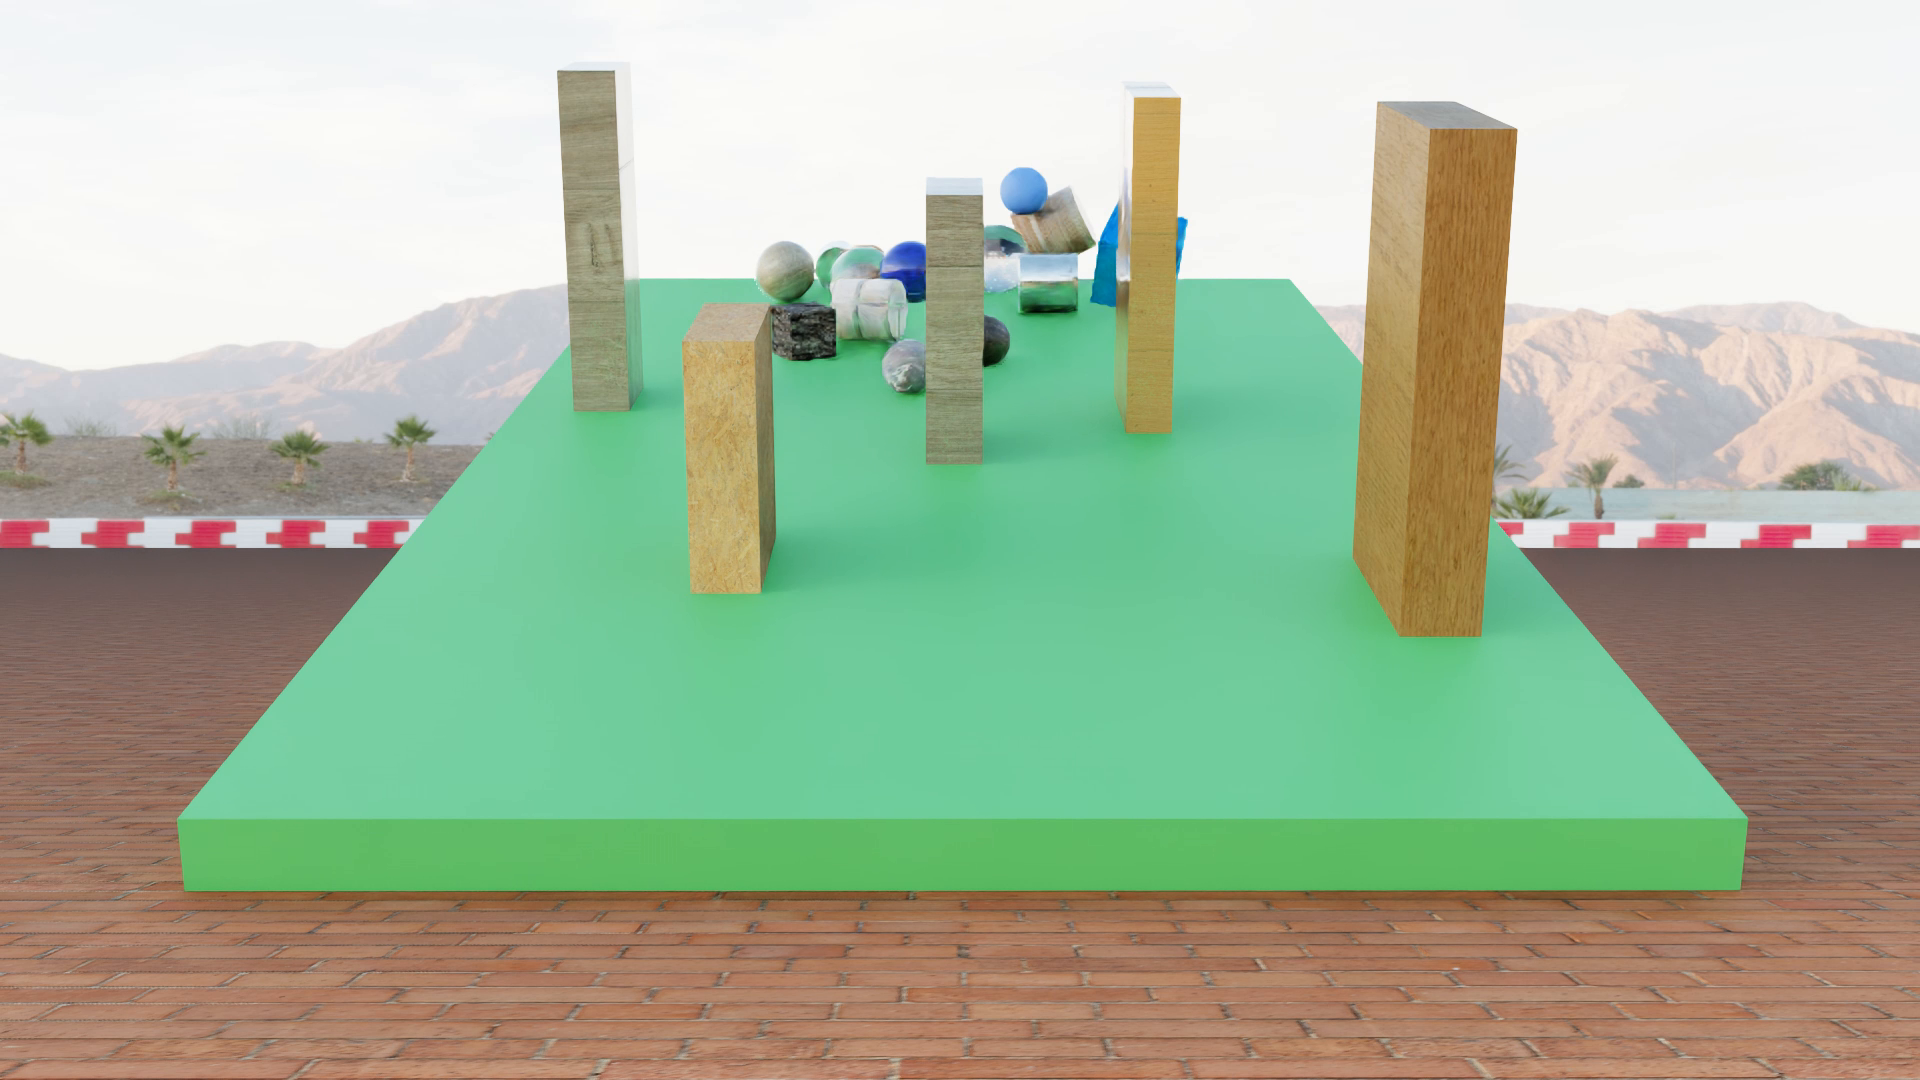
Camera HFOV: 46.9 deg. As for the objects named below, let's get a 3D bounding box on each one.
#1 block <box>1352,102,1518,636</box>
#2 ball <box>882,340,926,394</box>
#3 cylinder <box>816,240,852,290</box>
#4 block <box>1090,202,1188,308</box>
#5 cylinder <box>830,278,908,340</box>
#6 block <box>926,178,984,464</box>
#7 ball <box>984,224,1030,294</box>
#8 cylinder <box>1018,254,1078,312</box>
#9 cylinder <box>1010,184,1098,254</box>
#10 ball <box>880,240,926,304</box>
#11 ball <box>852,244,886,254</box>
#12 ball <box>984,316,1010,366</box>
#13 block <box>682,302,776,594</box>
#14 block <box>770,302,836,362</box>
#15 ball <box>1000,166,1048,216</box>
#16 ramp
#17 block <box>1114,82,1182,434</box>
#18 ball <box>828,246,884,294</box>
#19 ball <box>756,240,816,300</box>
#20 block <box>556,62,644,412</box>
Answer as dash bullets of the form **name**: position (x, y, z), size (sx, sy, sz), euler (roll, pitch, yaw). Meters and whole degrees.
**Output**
- **block**: position (0.759, -0.289, 3.593), size (0.130, 0.794, 0.429), euler (0, 17, 0)
- **ball**: position (-0.119, -0.403, 5.145), size (0.126, 0.126, 0.126), euler (0, 0, 0)
- **cylinder**: position (-0.358, -0.803, 6.484), size (0.129, 0.129, 0.129), euler (0, 17, -3)
- **block**: position (0.475, -0.741, 5.872), size (0.195, 0.195, 0.195), euler (15, 42, 10)
- **cylinder**: position (-0.234, -0.595, 5.718), size (0.156, 0.156, 0.156), euler (3, 1, 16)
- **block**: position (-0.012, -0.456, 4.581), size (0.116, 0.550, 0.265), euler (0, 17, 0)
- **ball**: position (0.104, -0.810, 6.384), size (0.200, 0.200, 0.200), euler (0, 0, 0)
- **cylinder**: position (0.242, -0.709, 6.113), size (0.160, 0.160, 0.160), euler (-1, 0, 0)
- **cylinder**: position (0.281, -0.926, 6.600), size (0.197, 0.197, 0.197), euler (-24, -5, 11)
- **ball**: position (-0.130, -0.712, 5.891), size (0.168, 0.168, 0.168), euler (0, 0, 0)
- **ball**: position (-0.269, -0.760, 6.286), size (0.159, 0.159, 0.159), euler (0, 0, 0)
- **ball**: position (0.062, -0.489, 5.438), size (0.123, 0.123, 0.123), euler (0, 0, 0)
- **block**: position (-0.392, -0.165, 3.812), size (0.117, 0.429, 0.340), euler (0, 17, 0)
- **block**: position (-0.393, -0.523, 5.557), size (0.121, 0.121, 0.121), euler (-9, 19, -27)
- **ball**: position (0.187, -1.017, 6.461), size (0.141, 0.141, 0.141), euler (0, 0, 0)
- **ramp**: position (-0.002, -0.168, 4.751), size (2.000, 0.100, 4.000), euler (0, 17, 0)
- **block**: position (0.408, -0.627, 4.865), size (0.098, 0.715, 0.371), euler (0, 17, 0)
- **ball**: position (-0.262, -0.704, 6.042), size (0.191, 0.191, 0.191), euler (0, 0, 0)
- **ball**: position (-0.494, -0.763, 6.282), size (0.168, 0.168, 0.168), euler (0, 0, 0)
- **block**: position (-0.806, -0.684, 4.988), size (0.125, 0.752, 0.241), euler (0, 17, 0)
